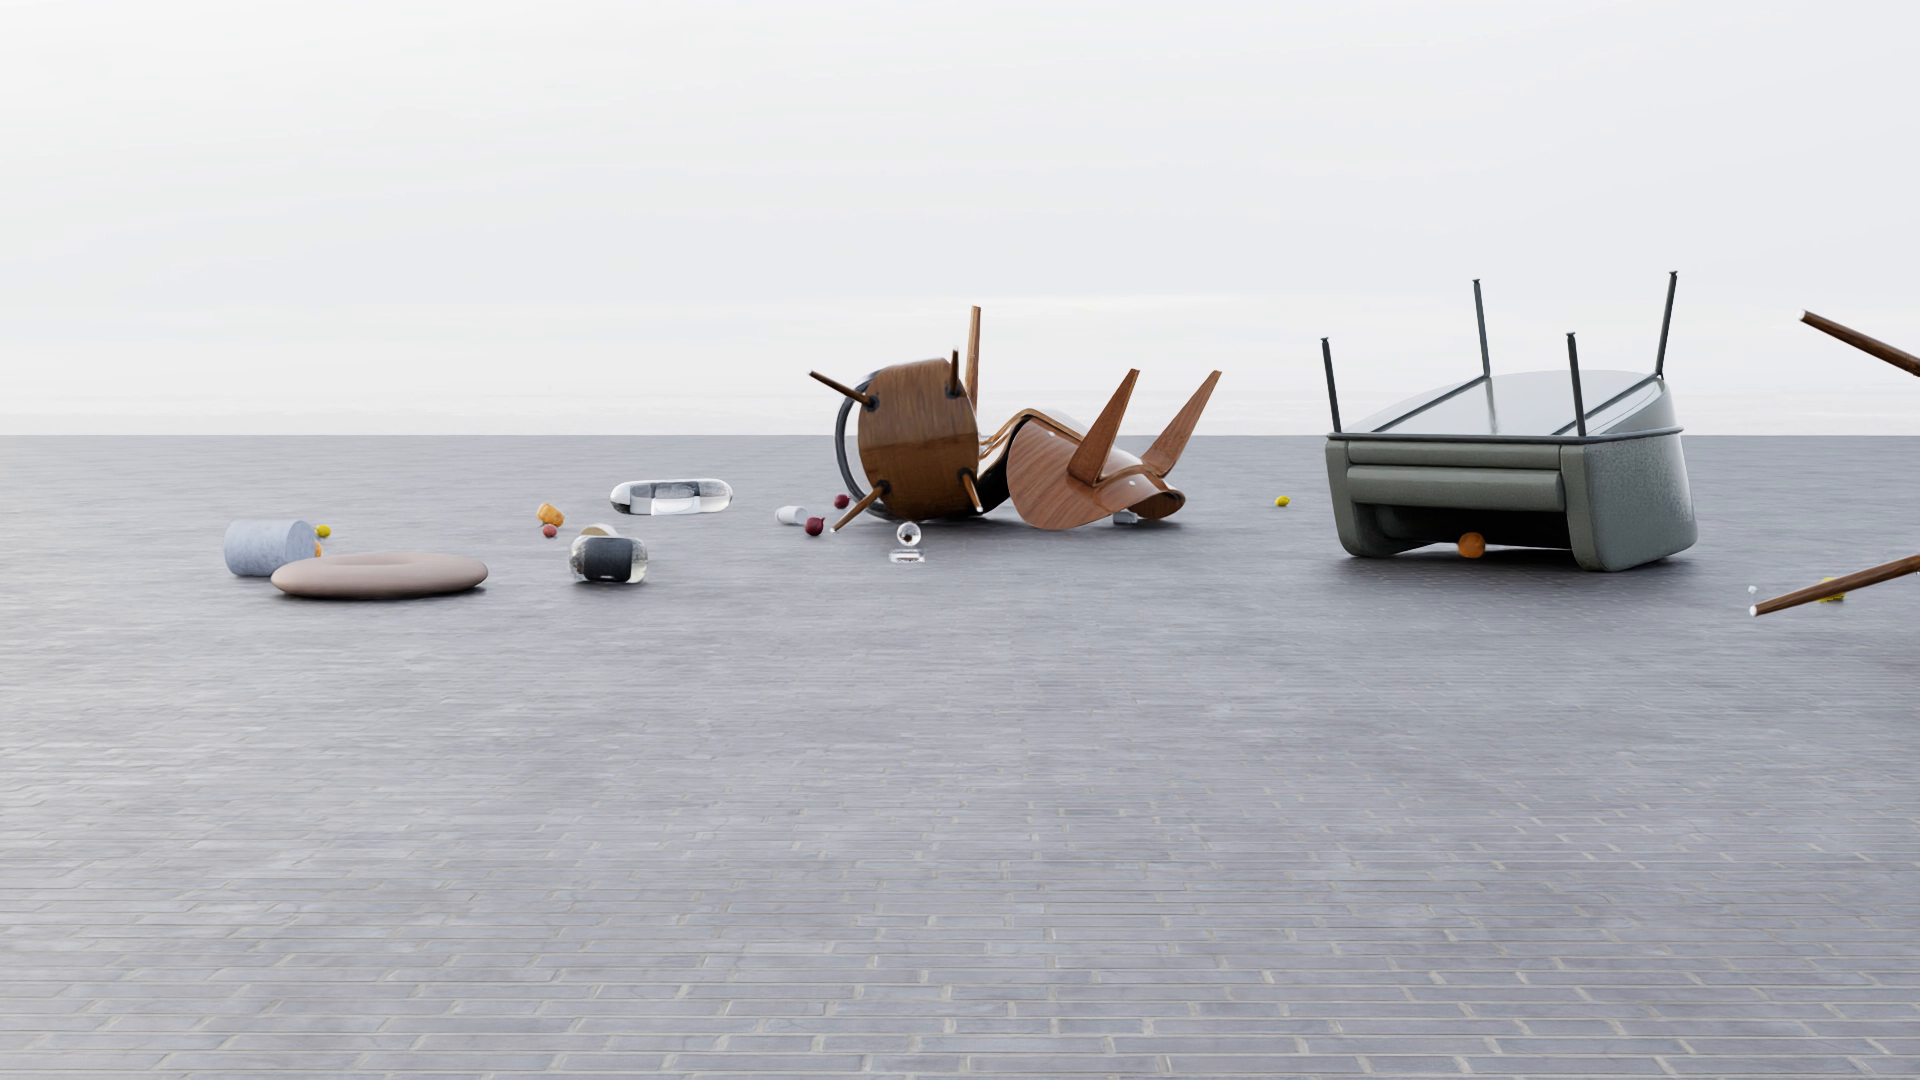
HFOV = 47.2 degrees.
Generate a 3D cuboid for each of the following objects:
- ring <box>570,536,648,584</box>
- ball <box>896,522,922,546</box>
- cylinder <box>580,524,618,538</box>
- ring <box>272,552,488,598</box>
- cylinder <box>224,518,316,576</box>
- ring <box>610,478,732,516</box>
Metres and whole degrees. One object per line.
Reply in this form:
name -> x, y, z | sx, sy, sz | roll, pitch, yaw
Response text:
ring -> -0.818, 0.045, 5.119 | 0.183, 0.105, 0.212 | 3, -2, -14
ball -> -0.146, -0.016, 6.278 | 0.069, 0.069, 0.069 | 0, 4, 0
cylinder -> -0.946, 0.007, 5.779 | 0.083, 0.096, 0.107 | -39, 2, 4
ring -> -1.289, 0.078, 4.903 | 0.441, 0.071, 0.514 | 2, 5, 22
cylinder -> -1.661, 0.018, 5.294 | 0.166, 0.136, 0.136 | 1, -29, 14
ring -> -1.040, -0.156, 7.947 | 0.468, 0.121, 0.294 | -3, 4, -32
